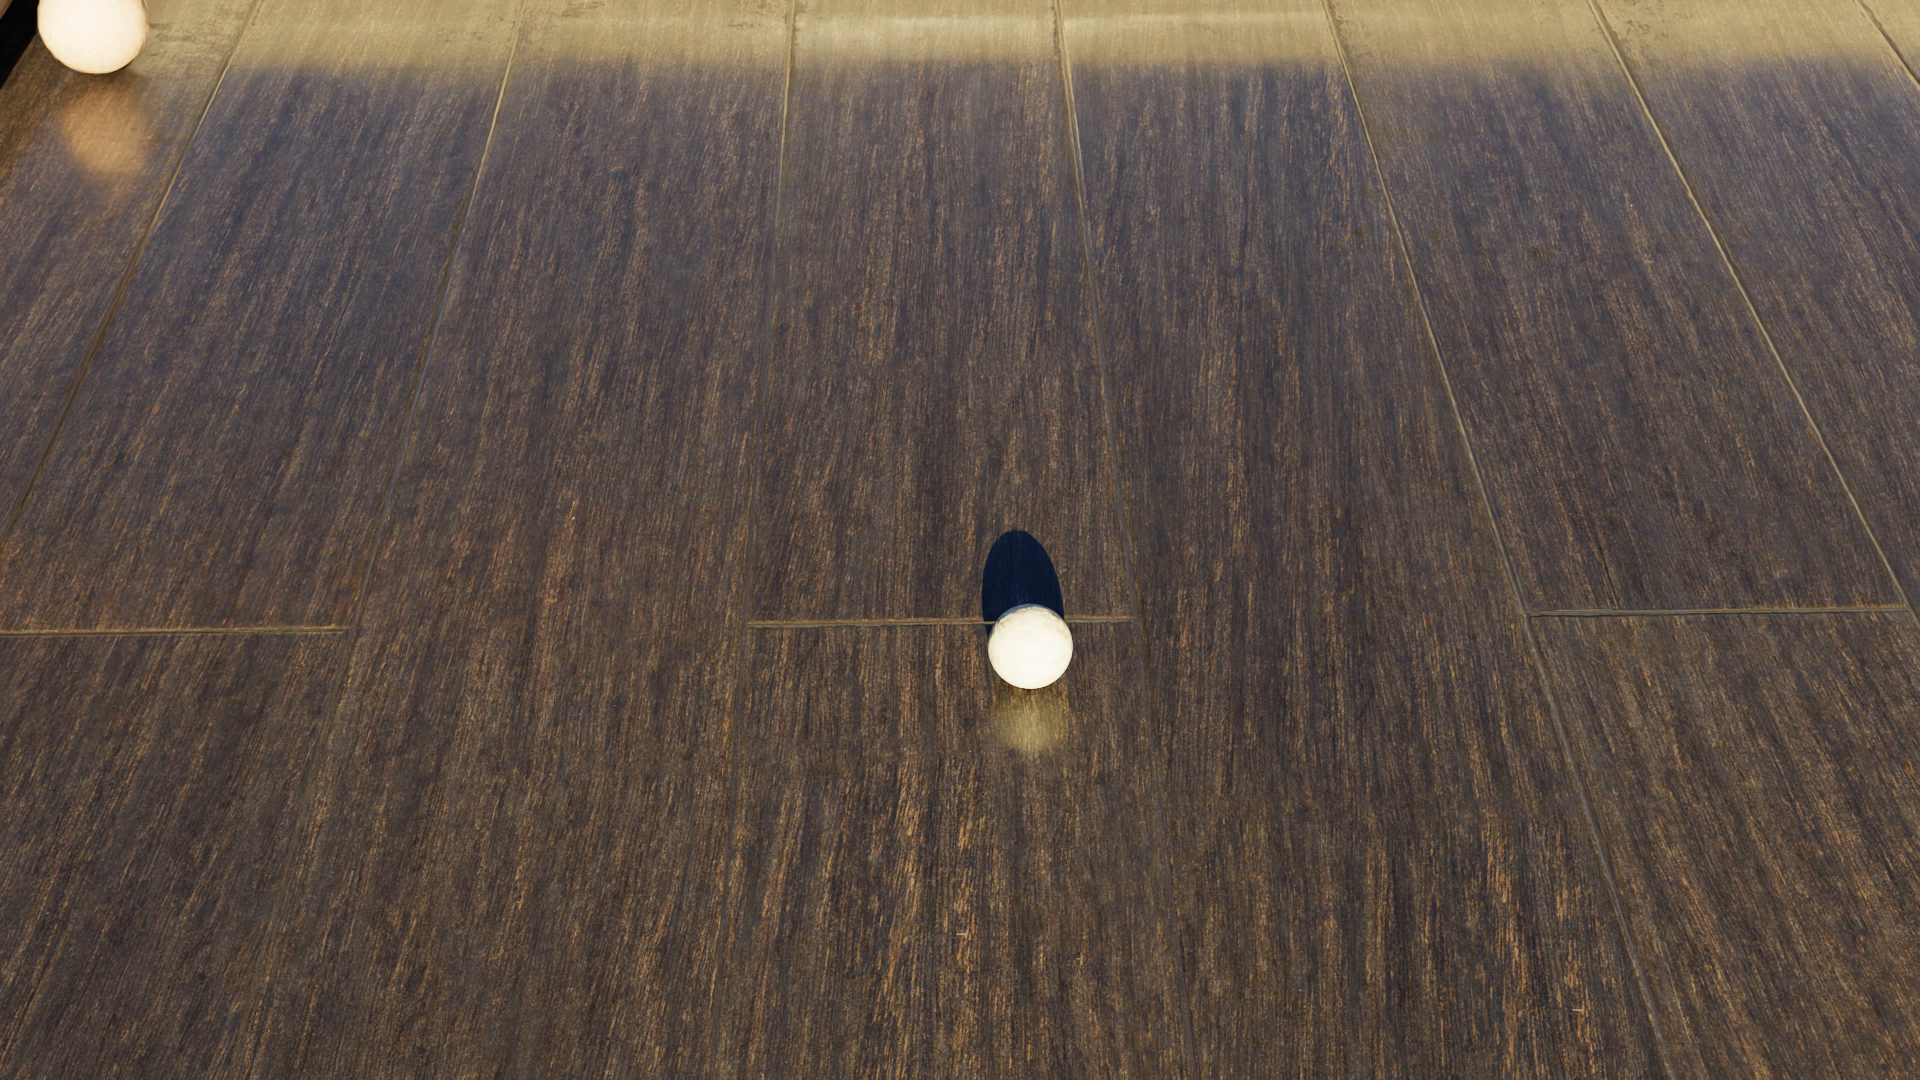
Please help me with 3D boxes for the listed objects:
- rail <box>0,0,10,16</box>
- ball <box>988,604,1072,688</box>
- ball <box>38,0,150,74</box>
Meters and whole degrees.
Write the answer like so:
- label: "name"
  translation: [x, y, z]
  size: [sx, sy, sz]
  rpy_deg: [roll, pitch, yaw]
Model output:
- label: "rail"
  translation: [-0.847, -0.010, 1.621]
  size: [0.045, 0.121, 2.080]
  rpy_deg: [-1, 36, -1]
- label: "ball"
  translation: [0.043, 0.065, 1.578]
  size: [0.053, 0.053, 0.053]
  rpy_deg: [0, 36, 0]
- label: "ball"
  translation: [-0.764, -0.458, 2.262]
  size: [0.093, 0.093, 0.093]
  rpy_deg: [0, 36, 0]
